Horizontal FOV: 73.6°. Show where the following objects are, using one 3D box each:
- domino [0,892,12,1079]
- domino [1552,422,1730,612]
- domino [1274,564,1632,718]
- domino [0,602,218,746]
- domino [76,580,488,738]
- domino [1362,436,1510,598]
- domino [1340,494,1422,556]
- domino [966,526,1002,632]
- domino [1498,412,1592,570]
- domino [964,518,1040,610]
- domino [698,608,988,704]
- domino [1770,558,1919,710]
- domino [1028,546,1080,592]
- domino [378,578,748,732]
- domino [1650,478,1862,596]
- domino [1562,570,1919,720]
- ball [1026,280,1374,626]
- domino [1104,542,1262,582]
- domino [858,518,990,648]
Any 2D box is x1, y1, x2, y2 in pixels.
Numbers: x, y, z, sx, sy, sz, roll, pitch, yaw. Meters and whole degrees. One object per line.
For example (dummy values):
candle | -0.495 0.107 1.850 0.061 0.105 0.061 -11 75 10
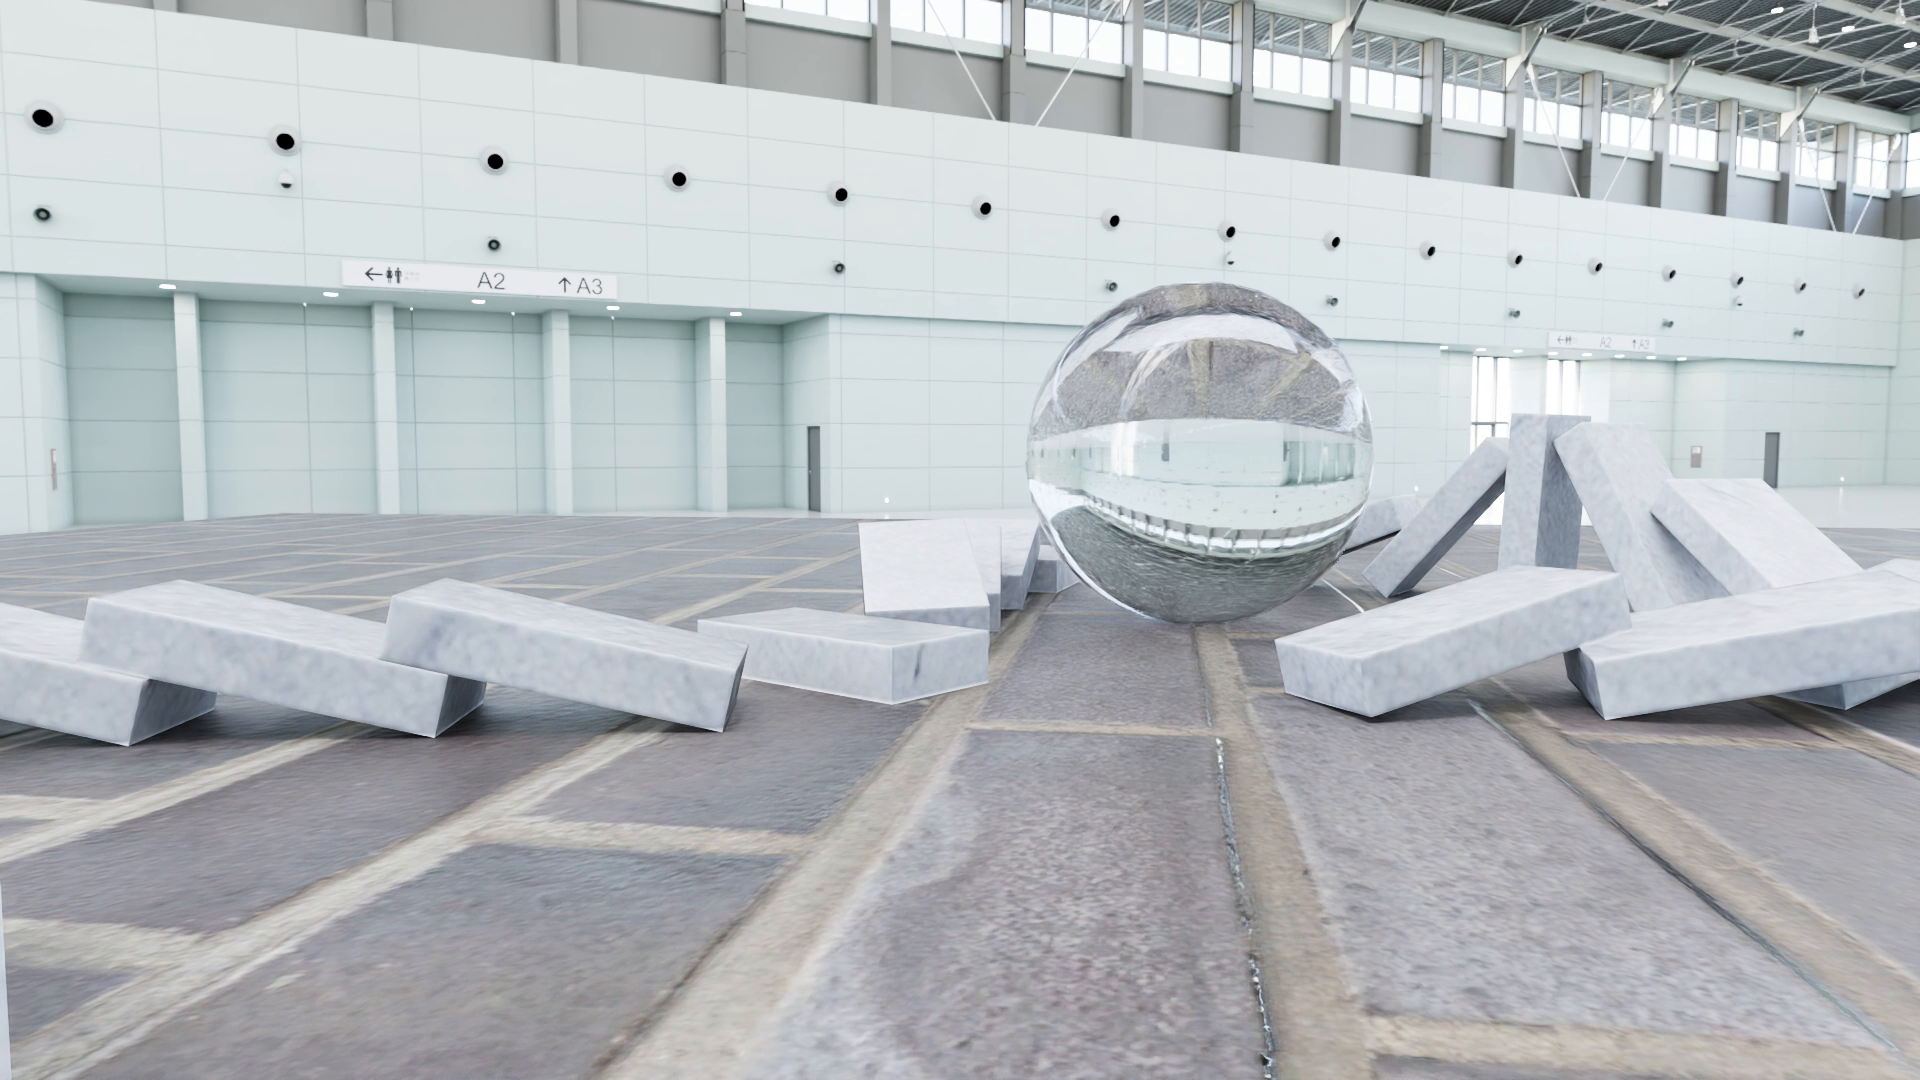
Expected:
domino | -0.075 0.023 0.088 0.010 0.025 0.050 -4 6 -42
domino | 0.169 -0.005 0.318 0.025 0.050 0.010 -2 -26 -28
domino | 0.081 0.016 0.213 0.050 0.010 0.025 -15 6 -15
domino | -0.141 0.018 0.190 0.050 0.009 0.025 14 3 -6
domino | -0.100 0.017 0.196 0.050 0.009 0.025 13 3 -6
domino | 0.135 -0.006 0.356 0.010 0.050 0.025 47 27 23
domino | 0.108 0.000 0.377 0.050 0.010 0.025 -25 -10 33
domino | -0.002 0.009 0.313 0.025 0.010 0.050 0 18 2
domino | 0.153 -0.008 0.337 0.025 0.050 0.009 -4 9 -41
domino | 0.007 0.006 0.353 0.025 0.010 0.050 1 18 9
domino | -0.022 0.020 0.235 0.050 0.009 0.025 4 6 40
domino | 0.160 0.015 0.224 0.050 0.009 0.025 -16 9 -18
domino | 0.023 0.008 0.394 0.025 0.009 0.050 1 4 17
domino | -0.059 0.017 0.199 0.050 0.009 0.025 13 3 -6
domino | 0.184 0.004 0.291 0.025 0.009 0.050 -1 36 -7
domino | 0.125 0.016 0.203 0.050 0.009 0.025 -12 6 15
ball | 0.055 -0.020 0.301 0.080 0.080 0.080 0 4 0
domino | 0.074 0.007 0.413 0.050 0.010 0.025 -1 4 -13
domino | -0.009 0.009 0.282 0.025 0.009 0.050 -3 22 -5
